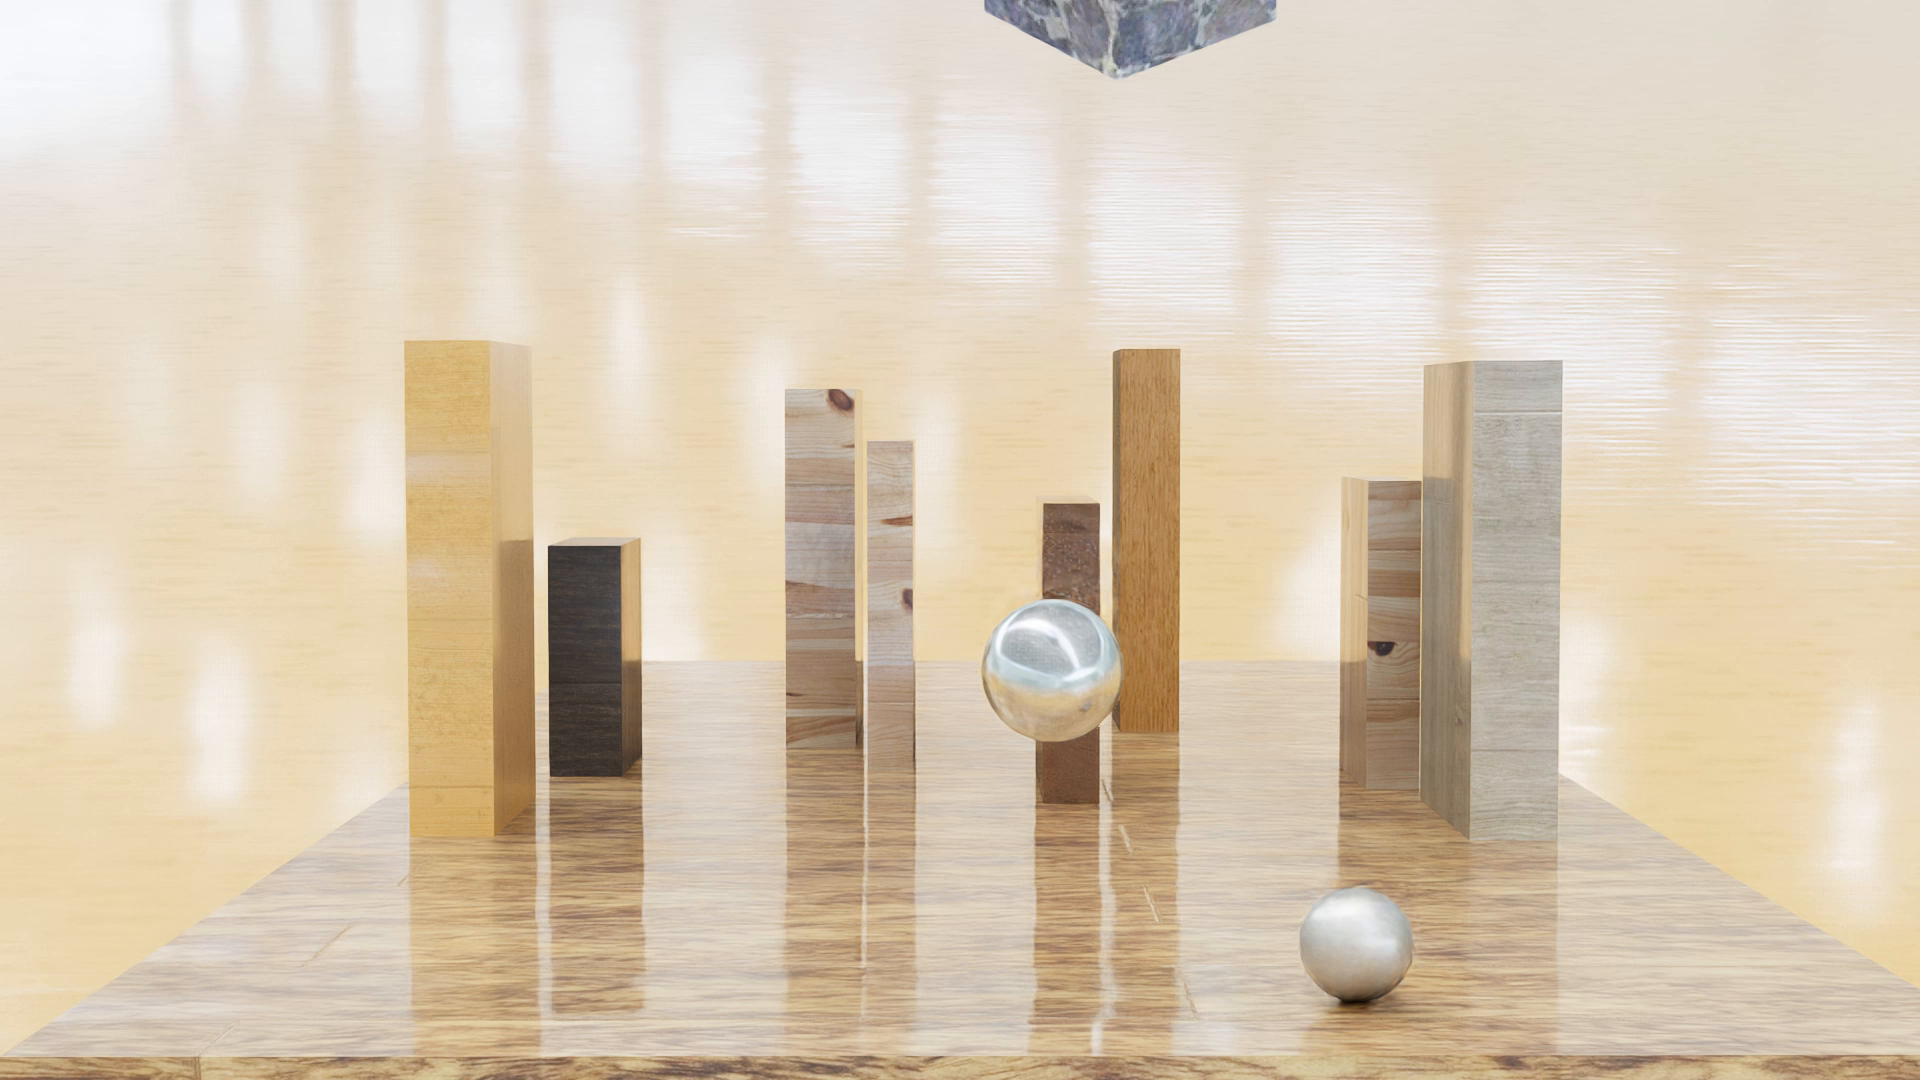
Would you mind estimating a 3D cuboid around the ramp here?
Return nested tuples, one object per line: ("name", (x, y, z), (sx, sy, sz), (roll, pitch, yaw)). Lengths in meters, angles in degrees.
("ramp", (0.050, 0.457, 4.533), (2.000, 0.100, 4.000), (0, 3, 0))

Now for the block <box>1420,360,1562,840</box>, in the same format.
("block", (0.817, 0.080, 3.982), (0.130, 0.708, 0.408), (0, 3, 0))

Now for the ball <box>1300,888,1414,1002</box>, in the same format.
("ball", (0.426, 0.435, 2.765), (0.122, 0.122, 0.122), (0, 22, 0))

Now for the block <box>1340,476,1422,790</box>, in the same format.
("block", (0.722, 0.152, 4.431), (0.089, 0.518, 0.301), (0, 3, 0))

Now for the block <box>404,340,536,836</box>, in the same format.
("block", (-0.759, 0.064, 4.010), (0.126, 0.739, 0.381), (0, 3, 0))

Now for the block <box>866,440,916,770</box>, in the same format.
("block", (-0.123, 0.109, 4.672), (0.080, 0.581, 0.285), (0, 3, 0))

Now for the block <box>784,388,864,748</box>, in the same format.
("block", (-0.263, 0.043, 5.045), (0.131, 0.675, 0.430), (0, 3, 0))

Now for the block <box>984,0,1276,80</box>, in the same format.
("block", (0.151, -0.553, 2.282), (0.188, 0.188, 0.188), (-26, 43, -29))

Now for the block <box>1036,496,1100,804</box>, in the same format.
("block", (0.179, 0.174, 4.332), (0.092, 0.486, 0.381), (0, 3, 0))

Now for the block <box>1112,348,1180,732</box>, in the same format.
("block", (0.374, -0.005, 5.197), (0.117, 0.755, 0.276), (0, 3, 0))

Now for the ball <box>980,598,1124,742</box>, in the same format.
("ball", (0.104, 0.146, 2.889), (0.161, 0.161, 0.161), (0, 22, 0))

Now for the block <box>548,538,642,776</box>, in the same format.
("block", (-0.650, 0.203, 4.599), (0.126, 0.402, 0.290), (0, 3, 0))
